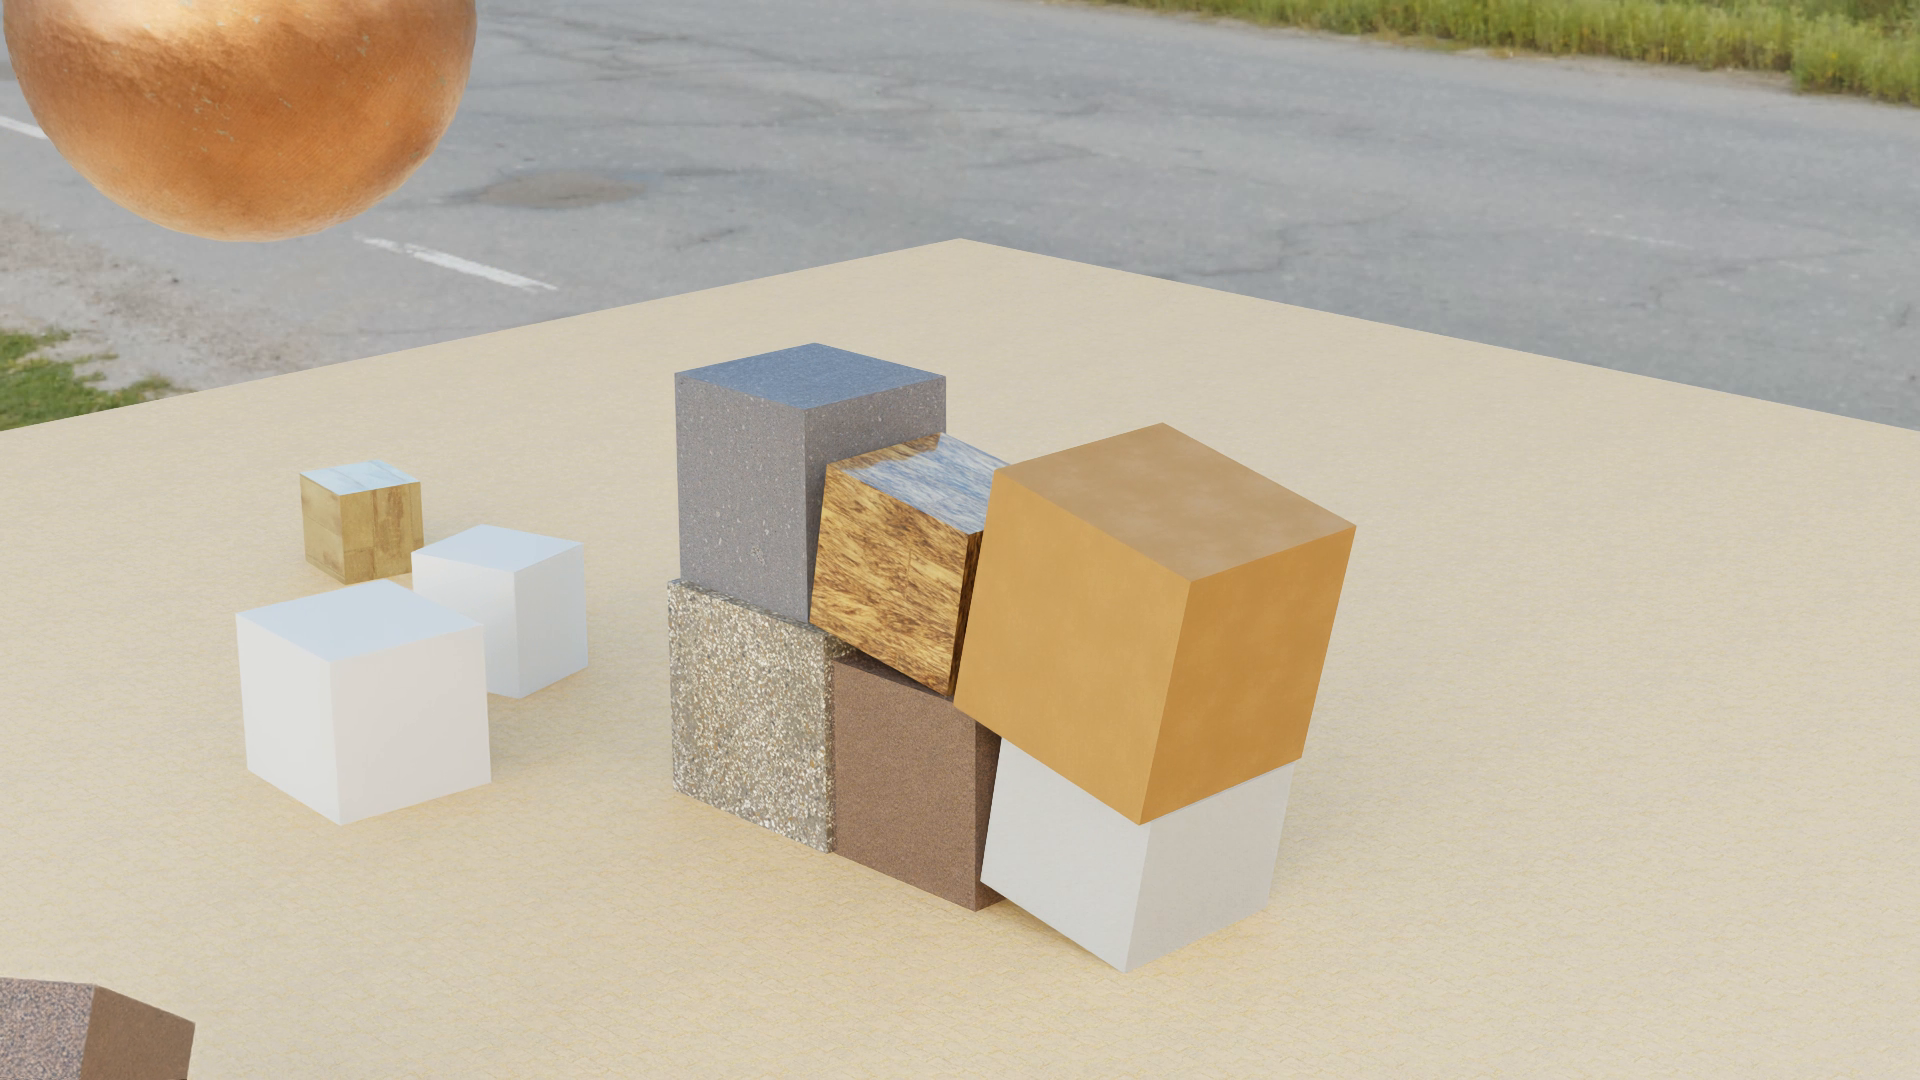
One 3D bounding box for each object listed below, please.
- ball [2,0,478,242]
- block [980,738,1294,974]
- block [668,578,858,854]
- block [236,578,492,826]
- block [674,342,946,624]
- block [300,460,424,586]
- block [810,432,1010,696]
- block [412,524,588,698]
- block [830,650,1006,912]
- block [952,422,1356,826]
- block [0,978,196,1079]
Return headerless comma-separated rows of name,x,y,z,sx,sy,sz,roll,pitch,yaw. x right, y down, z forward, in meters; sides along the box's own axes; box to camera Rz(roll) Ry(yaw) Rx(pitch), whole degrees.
ball,-2.482,-1.835,10.163,1.600,1.600,1.600,0,17,0
block,0.777,1.243,12.904,0.945,0.745,0.878,-17,34,-42
block,-0.634,0.719,14.259,1.080,1.078,1.115,-17,24,-42
block,-2.944,0.781,14.477,0.838,0.829,0.938,-14,22,-38
block,-0.708,-0.294,13.986,0.884,1.019,0.935,-16,24,-41
block,-3.623,-0.114,17.773,0.520,0.559,0.590,-12,21,-33
block,-0.071,0.094,13.304,0.878,0.790,0.750,27,30,36
block,-2.499,0.380,15.950,0.698,0.711,0.600,10,20,29
block,0.090,0.997,13.573,0.996,0.959,0.931,-17,24,-42
block,0.820,0.330,12.569,1.069,1.148,1.117,-17,36,-42
block,-3.262,1.993,9.915,0.927,0.912,0.882,3,-17,8
